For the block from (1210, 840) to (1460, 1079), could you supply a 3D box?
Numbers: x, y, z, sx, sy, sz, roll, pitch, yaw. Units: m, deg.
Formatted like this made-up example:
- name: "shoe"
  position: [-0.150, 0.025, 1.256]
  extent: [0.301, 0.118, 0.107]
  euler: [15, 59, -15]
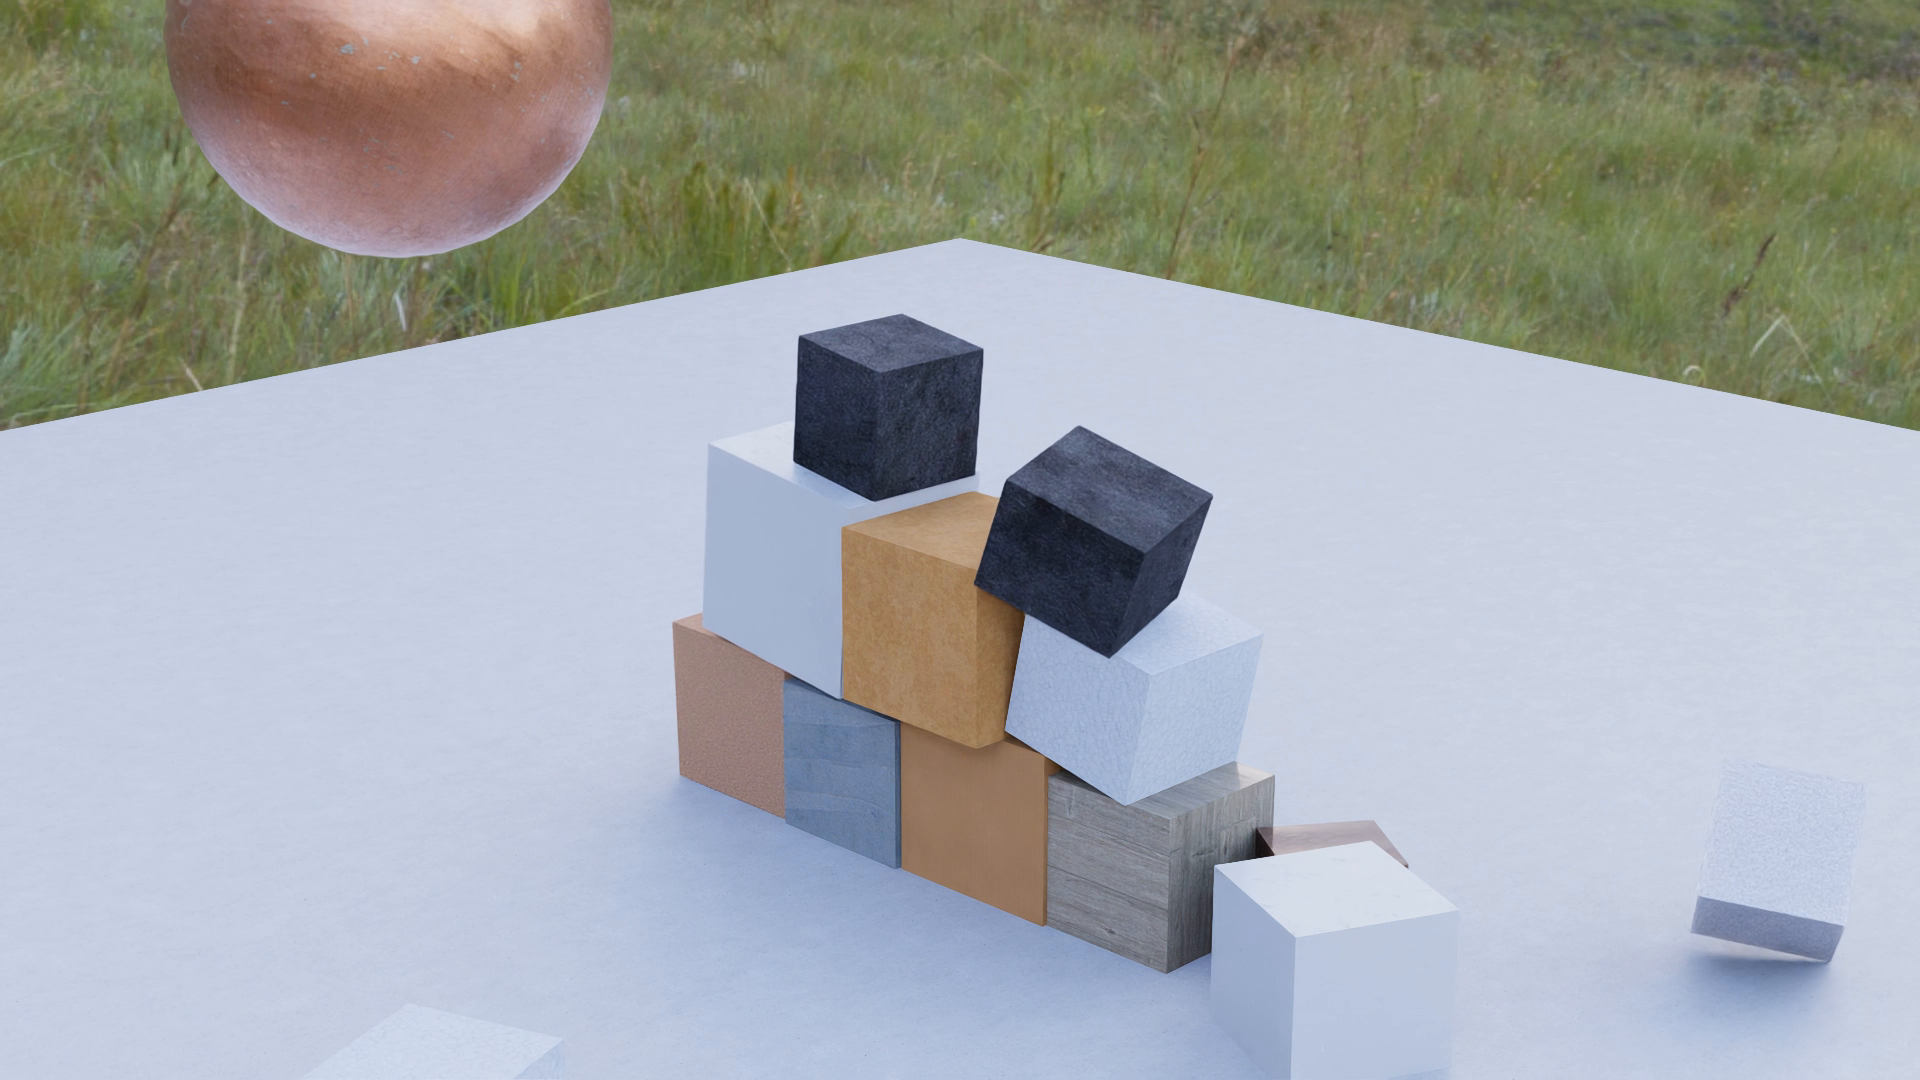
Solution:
- name: "block"
  position: [1.493, 1.708, 11.773]
  extent: [0.716, 0.682, 0.728]
  euler: [-6, 19, -20]

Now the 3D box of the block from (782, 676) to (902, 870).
- name: "block"
  position: [-0.274, 1.004, 13.939]
  extent: [0.822, 0.726, 0.764]
  euler: [-17, 24, -42]

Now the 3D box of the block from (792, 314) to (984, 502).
- name: "block"
  position: [-0.332, -0.615, 13.460]
  extent: [0.617, 0.619, 0.580]
  euler: [-16, 30, -39]

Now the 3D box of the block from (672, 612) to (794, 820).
- name: "block"
  position: [-0.848, 0.788, 14.451]
  extent: [0.747, 0.815, 0.824]
  euler: [-18, 25, -42]

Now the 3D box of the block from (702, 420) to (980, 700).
- name: "block"
  position: [-0.573, 0.045, 13.873]
  extent: [0.820, 0.947, 0.990]
  euler: [-18, 31, -41]

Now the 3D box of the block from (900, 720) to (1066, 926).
- name: "block"
  position: [0.315, 1.143, 13.357]
  extent: [0.891, 0.809, 0.762]
  euler: [17, 24, 42]

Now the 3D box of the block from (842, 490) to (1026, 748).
- name: "block"
  position: [0.066, 0.340, 13.199]
  extent: [0.823, 0.818, 0.867]
  euler: [-16, 24, -42]

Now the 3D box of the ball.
- name: "ball"
  position: [-2.055, -1.825, 10.614]
  extent: [1.600, 1.600, 1.600]
  euler: [0, 17, 0]

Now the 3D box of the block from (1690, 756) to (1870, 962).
- name: "block"
  position: [3.469, 1.358, 12.439]
  extent: [0.594, 0.614, 0.675]
  euler: [11, -18, 15]

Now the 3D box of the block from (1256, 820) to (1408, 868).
- name: "block"
  position: [1.588, 1.544, 12.606]
  extent: [0.527, 0.496, 0.491]
  euler: [-3, 18, -9]

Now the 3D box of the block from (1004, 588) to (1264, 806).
- name: "block"
  position: [0.754, 0.617, 12.726]
  extent: [0.742, 0.636, 0.719]
  euler: [-17, 36, -43]

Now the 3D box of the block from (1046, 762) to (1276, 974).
- name: "block"
  position: [0.876, 1.360, 12.835]
  extent: [0.694, 0.709, 0.702]
  euler: [16, 24, 42]

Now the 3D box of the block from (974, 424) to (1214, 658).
- name: "block"
  position: [0.567, -0.001, 12.421]
  extent: [0.674, 0.544, 0.658]
  euler: [29, 34, 18]

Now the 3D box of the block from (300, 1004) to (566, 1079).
- name: "block"
  position: [-1.839, 2.161, 10.227]
  extent: [0.658, 0.745, 0.711]
  euler: [8, 19, 24]
